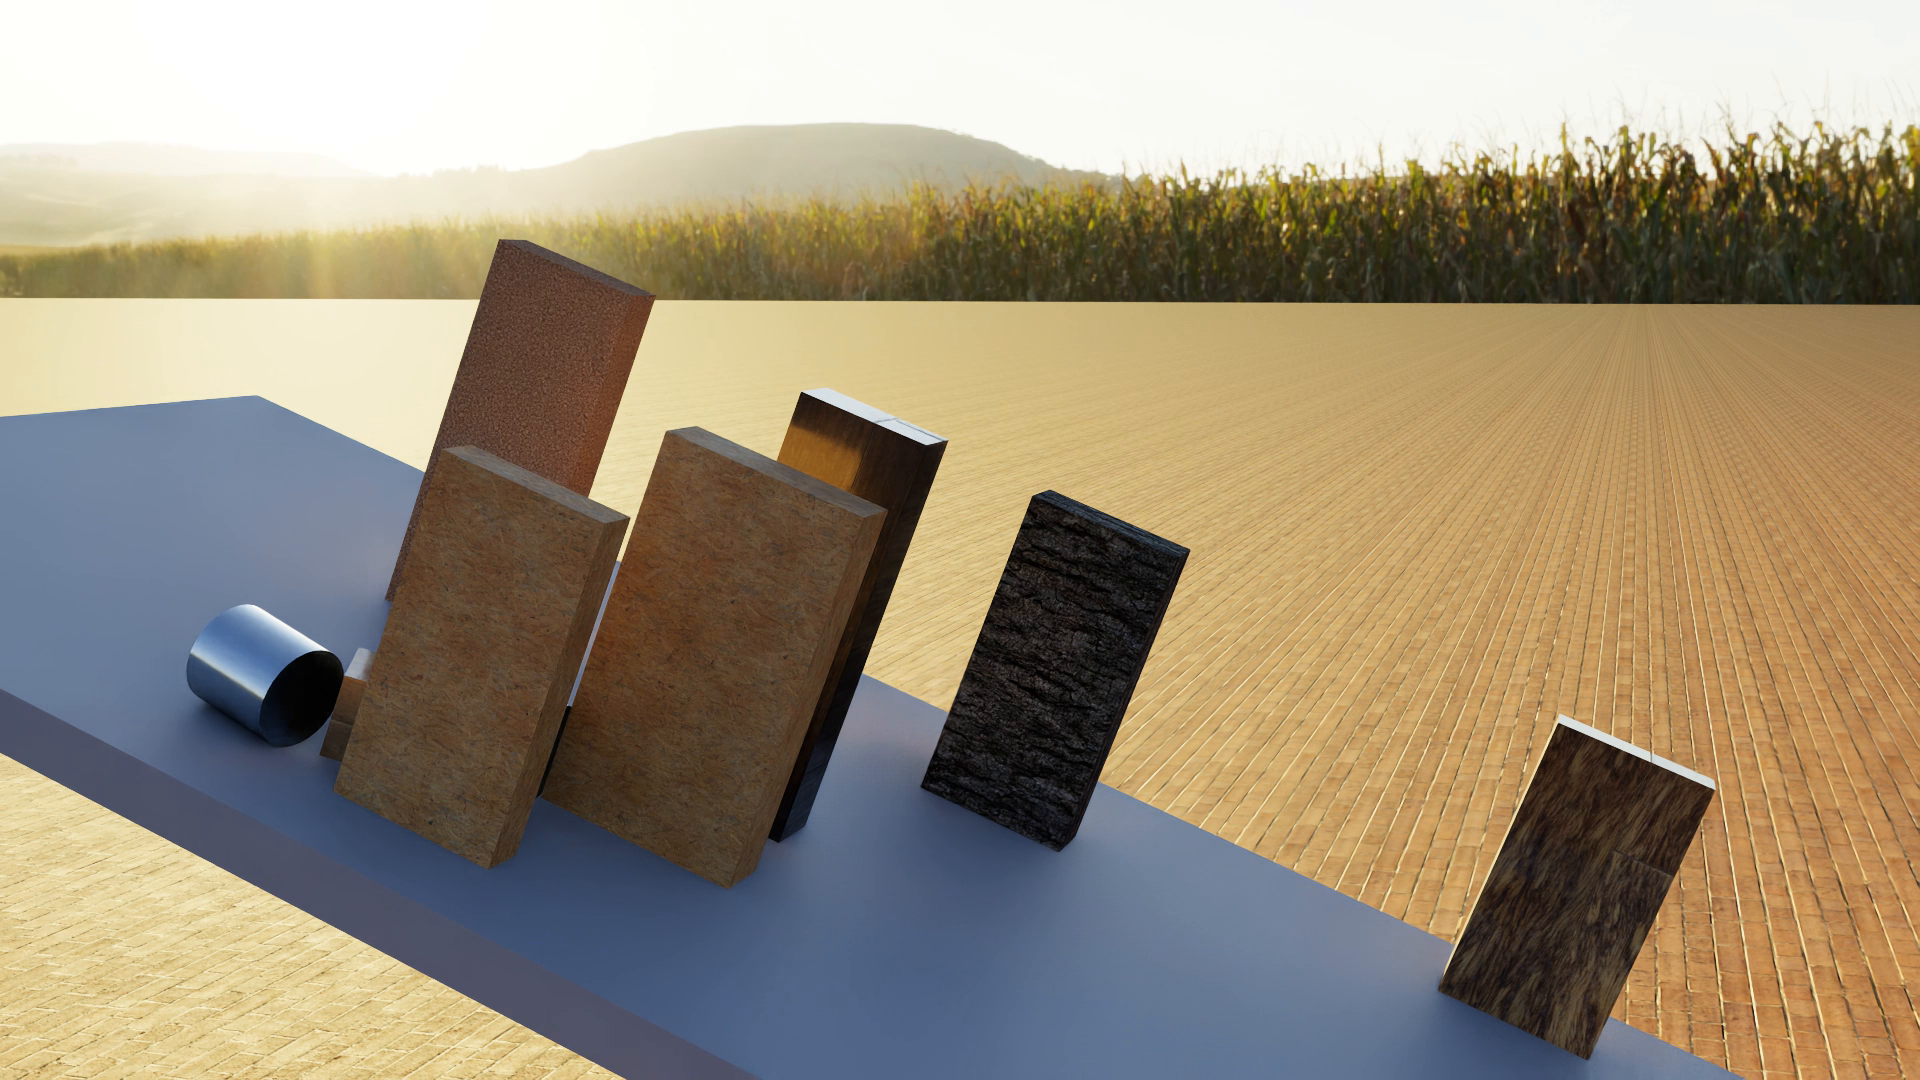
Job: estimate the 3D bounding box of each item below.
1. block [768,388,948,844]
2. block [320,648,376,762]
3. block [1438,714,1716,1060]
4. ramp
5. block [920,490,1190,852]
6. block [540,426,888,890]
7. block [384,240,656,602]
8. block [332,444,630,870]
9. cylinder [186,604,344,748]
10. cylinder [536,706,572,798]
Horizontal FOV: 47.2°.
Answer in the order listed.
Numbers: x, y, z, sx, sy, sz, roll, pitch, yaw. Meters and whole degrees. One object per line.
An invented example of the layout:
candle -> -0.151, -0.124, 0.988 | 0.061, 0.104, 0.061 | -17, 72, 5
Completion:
block -> -0.287, 0.137, 4.028 | 0.251, 0.789, 0.132 | 24, 13, 13
block -> -0.982, 0.295, 3.738 | 0.149, 0.149, 0.149 | 18, 13, -11
block -> 1.250, 0.706, 4.476 | 0.325, 0.618, 0.091 | 24, 13, 13
ramp -> -0.318, 0.572, 4.202 | 4.000, 0.100, 2.000 | 24, 13, 13
block -> 0.195, 0.268, 4.539 | 0.320, 0.663, 0.139 | 24, 13, 13
block -> -0.426, 0.199, 3.773 | 0.375, 0.692, 0.125 | 24, 13, 13
block -> -0.890, -0.182, 4.433 | 0.306, 0.782, 0.110 | 24, 13, 13
block -> -0.765, 0.185, 3.501 | 0.298, 0.600, 0.091 | 24, 13, 13
cylinder -> -1.159, 0.226, 3.671 | 0.178, 0.178, 0.178 | 27, 18, 25
cylinder -> -0.794, 0.332, 3.793 | 0.186, 0.186, 0.186 | 24, 13, 13
